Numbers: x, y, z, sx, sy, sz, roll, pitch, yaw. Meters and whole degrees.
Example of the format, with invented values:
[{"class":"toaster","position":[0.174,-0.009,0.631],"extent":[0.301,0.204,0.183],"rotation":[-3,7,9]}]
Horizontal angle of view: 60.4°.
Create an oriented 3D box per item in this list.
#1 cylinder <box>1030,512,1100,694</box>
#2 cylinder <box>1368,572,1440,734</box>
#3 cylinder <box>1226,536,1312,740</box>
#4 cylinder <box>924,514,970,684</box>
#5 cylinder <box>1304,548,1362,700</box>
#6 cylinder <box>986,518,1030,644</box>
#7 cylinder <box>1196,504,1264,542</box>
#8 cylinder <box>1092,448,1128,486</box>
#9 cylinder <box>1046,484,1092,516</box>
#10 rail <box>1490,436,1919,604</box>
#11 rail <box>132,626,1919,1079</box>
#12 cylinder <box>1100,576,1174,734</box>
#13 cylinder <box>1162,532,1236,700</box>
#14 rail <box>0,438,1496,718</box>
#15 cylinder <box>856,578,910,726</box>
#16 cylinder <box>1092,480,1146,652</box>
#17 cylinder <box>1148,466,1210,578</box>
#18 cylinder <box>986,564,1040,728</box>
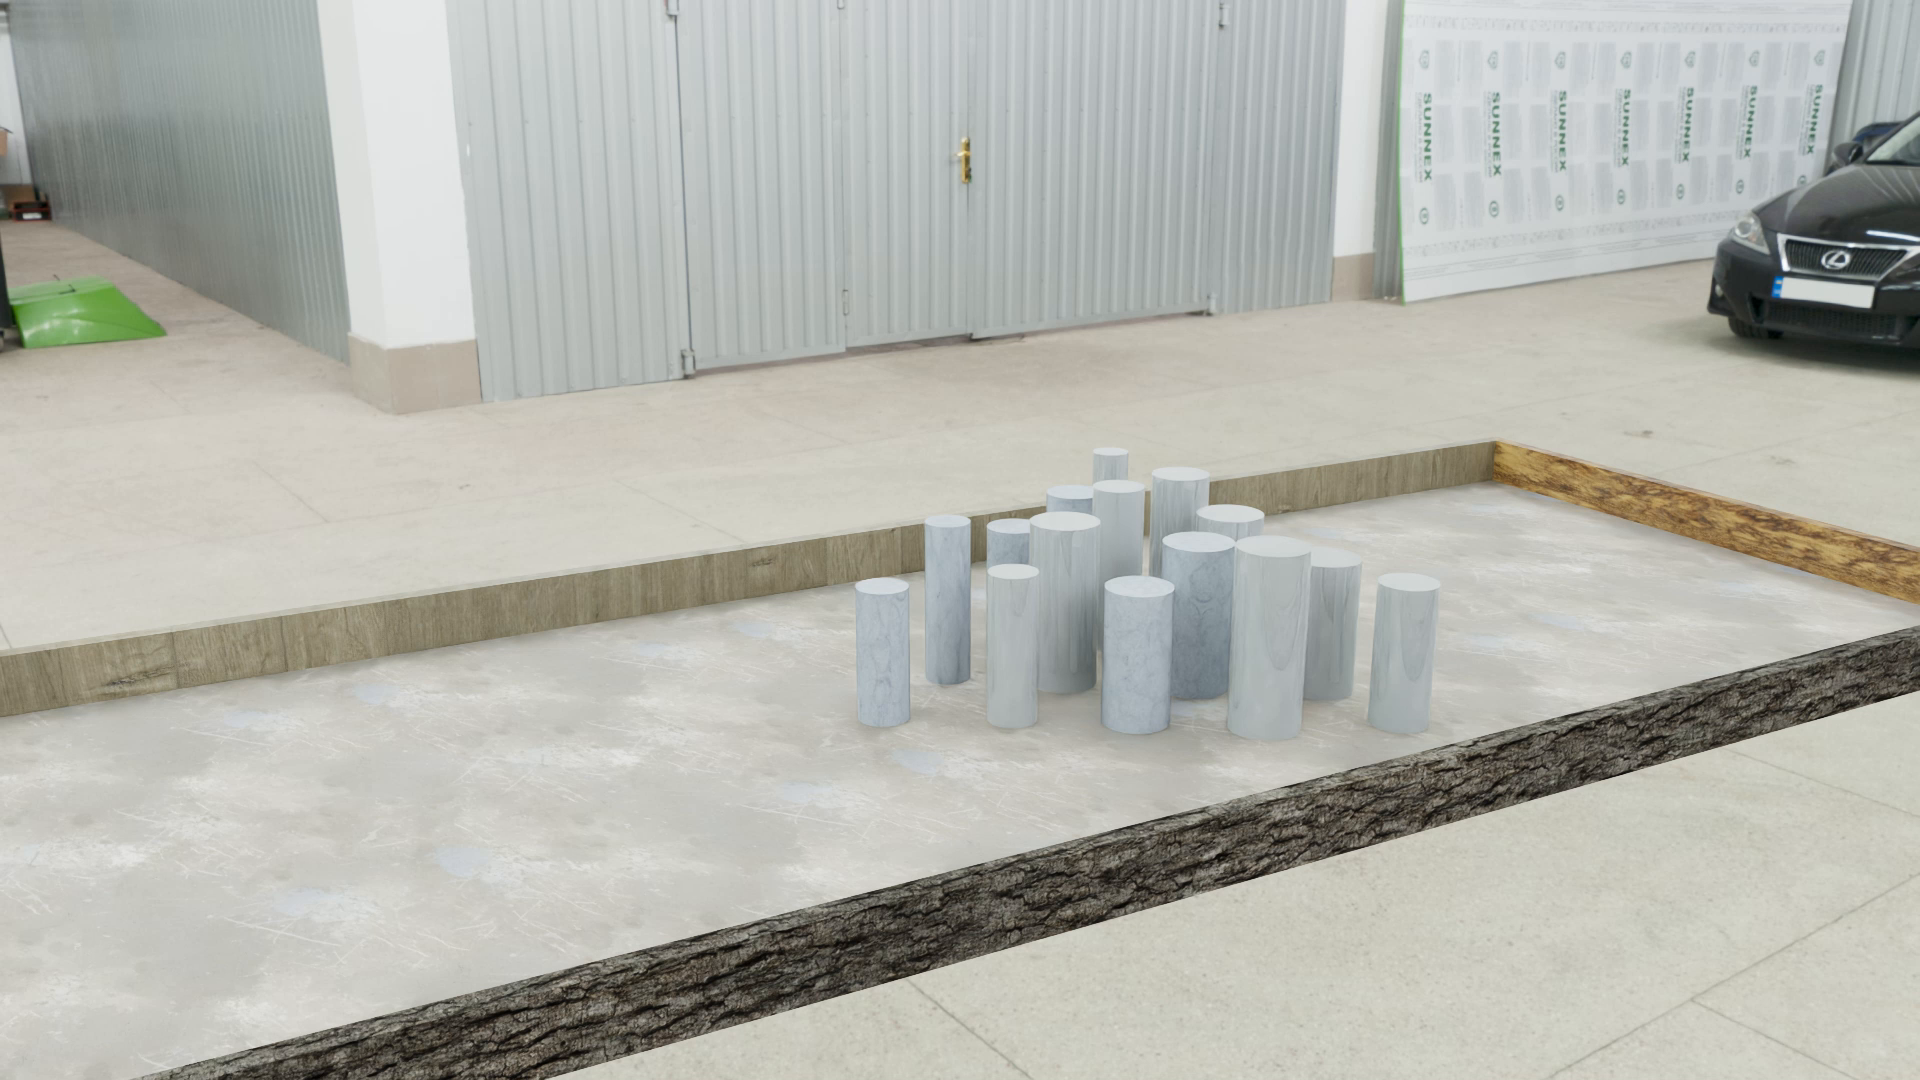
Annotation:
[{"class":"cylinder","position":[0.257,0.154,4.091],"extent":[0.174,0.418,0.174],"rotation":[0,16,0]},{"class":"cylinder","position":[1.034,0.263,3.845],"extent":[0.141,0.347,0.141],"rotation":[0,16,0]},{"class":"cylinder","position":[0.712,0.225,3.807],"extent":[0.173,0.441,0.173],"rotation":[0,16,0]},{"class":"cylinder","position":[-0.030,0.149,4.120],"extent":[0.114,0.409,0.114],"rotation":[0,16,0]},{"class":"cylinder","position":[0.890,0.204,4.059],"extent":[0.173,0.339,0.173],"rotation":[0,16,0]},{"class":"cylinder","position":[0.143,0.118,4.377],"extent":[0.146,0.324,0.146],"rotation":[0,16,0]},{"class":"cylinder","position":[0.704,0.106,4.346],"extent":[0.175,0.366,0.175],"rotation":[0,16,0]},{"class":"cylinder","position":[0.438,-0.063,4.852],"extent":[0.104,0.405,0.104],"rotation":[0,16,0]},{"class":"cylinder","position":[0.315,0.039,4.585],"extent":[0.154,0.359,0.154],"rotation":[0,16,0]},{"class":"rail","position":[2.466,-0.048,5.253],"extent":[0.050,0.150,2.100],"rotation":[-9,18,-27]},{"class":"rail","position":[-2.336,1.006,1.665],"extent":[12.000,0.150,0.050],"rotation":[-9,18,-27]},{"class":"cylinder","position":[0.415,0.267,3.856],"extent":[0.162,0.334,0.162],"rotation":[0,16,0]},{"class":"cylinder","position":[0.581,0.184,4.062],"extent":[0.176,0.376,0.176],"rotation":[0,16,0]},{"class":"rail","position":[-3.305,0.497,3.399],"extent":[12.000,0.150,0.050],"rotation":[-9,18,-27]},{"class":"cylinder","position":[-0.181,0.263,3.879],"extent":[0.126,0.326,0.126],"rotation":[0,16,0]},{"class":"cylinder","position":[0.413,0.069,4.346],"extent":[0.136,0.436,0.136],"rotation":[0,16,0]},{"class":"cylinder","position":[0.603,0.017,4.562],"extent":[0.159,0.414,0.159],"rotation":[0,16,0]},{"class":"cylinder","position":[0.123,0.248,3.862],"extent":[0.120,0.366,0.120],"rotation":[0,16,0]}]
